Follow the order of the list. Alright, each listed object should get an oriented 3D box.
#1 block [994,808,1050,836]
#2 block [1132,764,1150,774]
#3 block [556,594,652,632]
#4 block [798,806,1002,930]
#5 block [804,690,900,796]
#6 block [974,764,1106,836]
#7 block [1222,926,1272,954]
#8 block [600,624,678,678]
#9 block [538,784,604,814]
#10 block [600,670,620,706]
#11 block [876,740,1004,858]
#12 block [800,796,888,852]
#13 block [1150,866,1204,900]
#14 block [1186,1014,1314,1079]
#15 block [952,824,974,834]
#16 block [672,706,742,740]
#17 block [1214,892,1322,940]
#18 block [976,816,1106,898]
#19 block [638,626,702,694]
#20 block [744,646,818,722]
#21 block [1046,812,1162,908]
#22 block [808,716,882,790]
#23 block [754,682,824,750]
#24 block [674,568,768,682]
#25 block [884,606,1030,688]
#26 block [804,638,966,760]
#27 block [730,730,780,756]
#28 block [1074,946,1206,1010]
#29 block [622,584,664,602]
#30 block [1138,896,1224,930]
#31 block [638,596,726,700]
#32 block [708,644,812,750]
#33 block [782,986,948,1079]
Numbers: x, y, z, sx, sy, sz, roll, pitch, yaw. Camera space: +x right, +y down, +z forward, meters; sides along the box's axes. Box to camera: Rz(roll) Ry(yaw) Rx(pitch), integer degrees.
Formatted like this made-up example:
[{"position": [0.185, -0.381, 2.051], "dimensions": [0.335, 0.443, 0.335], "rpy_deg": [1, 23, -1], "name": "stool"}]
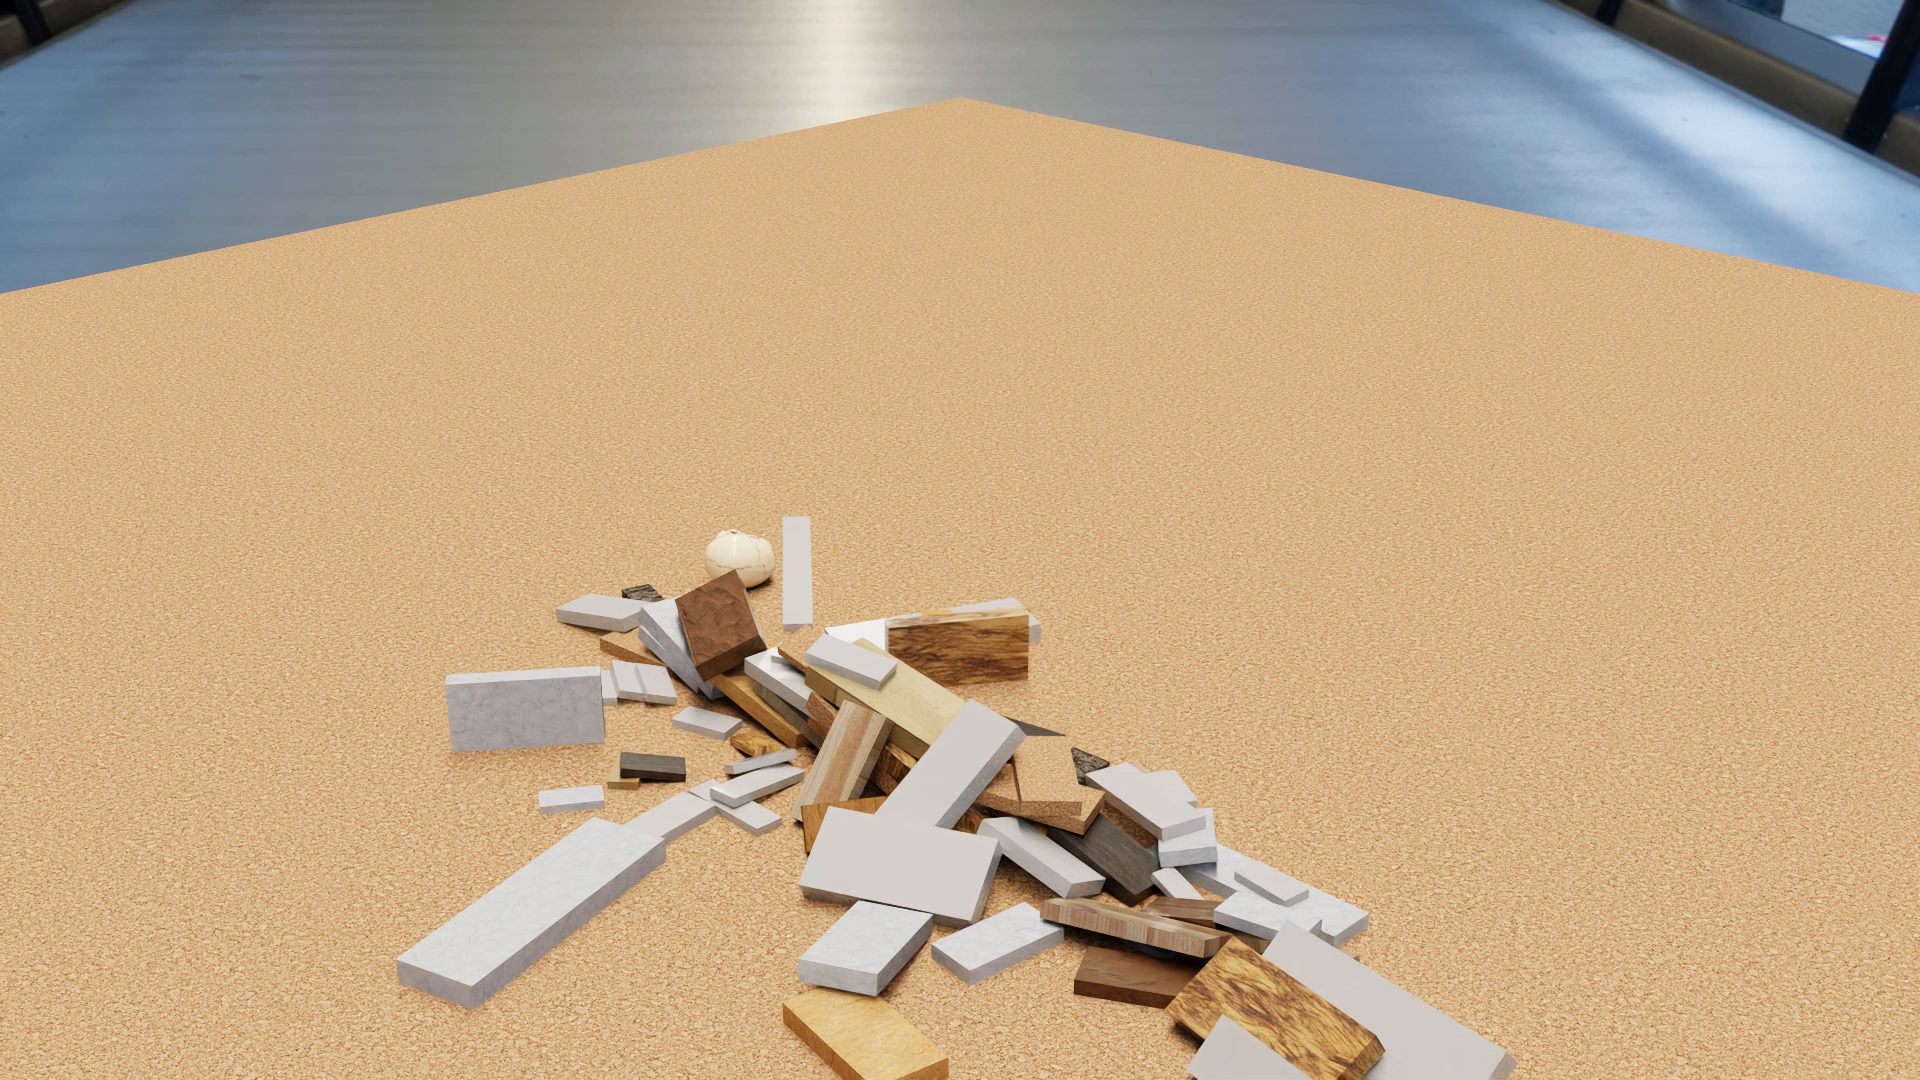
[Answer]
[{"position": [0.171, 0.550, 4.318], "dimensions": [0.114, 0.032, 0.229], "rpy_deg": [-21, 48, -41], "name": "block"}, {"position": [0.384, 0.520, 4.499], "dimensions": [0.097, 0.027, 0.194], "rpy_deg": [-15, 27, -32], "name": "block"}, {"position": [-0.845, 0.173, 5.263], "dimensions": [0.232, 0.033, 0.116], "rpy_deg": [6, 22, 38], "name": "block"}, {"position": [-0.112, 0.617, 4.137], "dimensions": [0.347, 0.049, 0.173], "rpy_deg": [8, 56, 19], "name": "block"}, {"position": [-0.144, 0.415, 4.537], "dimensions": [0.171, 0.048, 0.342], "rpy_deg": [-23, 58, -42], "name": "block"}, {"position": [0.155, 0.502, 4.287], "dimensions": [0.229, 0.032, 0.114], "rpy_deg": [15, 28, 19], "name": "block"}, {"position": [0.514, 0.710, 3.970], "dimensions": [0.172, 0.024, 0.086], "rpy_deg": [0, 14, 41], "name": "block"}, {"position": [-0.716, 0.256, 5.116], "dimensions": [0.232, 0.033, 0.116], "rpy_deg": [19, 29, 37], "name": "block"}, {"position": [-0.793, 0.530, 4.488], "dimensions": [0.130, 0.018, 0.065], "rpy_deg": [-5, 23, -11], "name": "block"}, {"position": [-0.798, 0.333, 4.952], "dimensions": [0.070, 0.020, 0.140], "rpy_deg": [0, 23, -1], "name": "block"}, {"position": [0.010, 0.493, 4.408], "dimensions": [0.342, 0.048, 0.171], "rpy_deg": [37, 40, 29], "name": "block"}, {"position": [-0.218, 0.558, 4.329], "dimensions": [0.181, 0.090, 0.026], "rpy_deg": [-5, -7, -12], "name": "block"}, {"position": [0.412, 0.660, 4.142], "dimensions": [0.052, 0.015, 0.104], "rpy_deg": [-16, 47, -37], "name": "block"}, {"position": [0.477, 0.874, 3.570], "dimensions": [0.031, 0.111, 0.221], "rpy_deg": [38, -5, -40], "name": "block"}, {"position": [0.012, 0.599, 4.271], "dimensions": [0.131, 0.066, 0.019], "rpy_deg": [24, -9, 44], "name": "block"}, {"position": [-0.552, 0.399, 4.795], "dimensions": [0.139, 0.020, 0.069], "rpy_deg": [12, 26, 26], "name": "block"}, {"position": [0.550, 0.679, 3.930], "dimensions": [0.172, 0.024, 0.086], "rpy_deg": [13, 23, 33], "name": "block"}, {"position": [0.154, 0.601, 4.180], "dimensions": [0.232, 0.033, 0.116], "rpy_deg": [32, 16, 34], "name": "block"}, {"position": [-0.622, 0.257, 5.032], "dimensions": [0.116, 0.033, 0.232], "rpy_deg": [-18, 44, -40], "name": "block"}, {"position": [-0.334, 0.301, 4.710], "dimensions": [0.126, 0.036, 0.253], "rpy_deg": [-20, 35, -38], "name": "block"}, {"position": [0.287, 0.604, 4.220], "dimensions": [0.114, 0.032, 0.229], "rpy_deg": [-21, 46, -40], "name": "block"}, {"position": [-0.189, 0.425, 4.620], "dimensions": [0.126, 0.036, 0.253], "rpy_deg": [-22, 48, -41], "name": "block"}, {"position": [-0.311, 0.363, 4.728], "dimensions": [0.126, 0.036, 0.253], "rpy_deg": [-21, 48, -40], "name": "block"}, {"position": [-0.535, 0.187, 4.902], "dimensions": [0.156, 0.044, 0.312], "rpy_deg": [-27, 31, -2], "name": "block"}, {"position": [-0.007, 0.248, 4.970], "dimensions": [0.323, 0.162, 0.046], "rpy_deg": [-5, 24, -12], "name": "block"}, {"position": [-0.135, 0.327, 4.514], "dimensions": [0.342, 0.048, 0.171], "rpy_deg": [30, 36, 29], "name": "block"}, {"position": [-0.439, 0.434, 4.686], "dimensions": [0.060, 0.017, 0.120], "rpy_deg": [-13, 15, -28], "name": "block"}, {"position": [0.320, 0.778, 3.888], "dimensions": [0.219, 0.031, 0.109], "rpy_deg": [7, 24, 15], "name": "block"}, {"position": [-0.768, 0.149, 5.383], "dimensions": [0.072, 0.020, 0.144], "rpy_deg": [-12, 26, -26], "name": "block"}, {"position": [0.418, 0.688, 4.041], "dimensions": [0.172, 0.024, 0.086], "rpy_deg": [-3, 13, 39], "name": "block"}, {"position": [-0.581, 0.237, 5.005], "dimensions": [0.156, 0.044, 0.312], "rpy_deg": [-14, 42, -37], "name": "block"}, {"position": [-0.402, 0.337, 4.822], "dimensions": [0.156, 0.044, 0.312], "rpy_deg": [-21, 44, -40], "name": "block"}, {"position": [-0.162, 0.844, 3.718], "dimensions": [0.146, 0.041, 0.292], "rpy_deg": [-15, 27, -32], "name": "block"}]
